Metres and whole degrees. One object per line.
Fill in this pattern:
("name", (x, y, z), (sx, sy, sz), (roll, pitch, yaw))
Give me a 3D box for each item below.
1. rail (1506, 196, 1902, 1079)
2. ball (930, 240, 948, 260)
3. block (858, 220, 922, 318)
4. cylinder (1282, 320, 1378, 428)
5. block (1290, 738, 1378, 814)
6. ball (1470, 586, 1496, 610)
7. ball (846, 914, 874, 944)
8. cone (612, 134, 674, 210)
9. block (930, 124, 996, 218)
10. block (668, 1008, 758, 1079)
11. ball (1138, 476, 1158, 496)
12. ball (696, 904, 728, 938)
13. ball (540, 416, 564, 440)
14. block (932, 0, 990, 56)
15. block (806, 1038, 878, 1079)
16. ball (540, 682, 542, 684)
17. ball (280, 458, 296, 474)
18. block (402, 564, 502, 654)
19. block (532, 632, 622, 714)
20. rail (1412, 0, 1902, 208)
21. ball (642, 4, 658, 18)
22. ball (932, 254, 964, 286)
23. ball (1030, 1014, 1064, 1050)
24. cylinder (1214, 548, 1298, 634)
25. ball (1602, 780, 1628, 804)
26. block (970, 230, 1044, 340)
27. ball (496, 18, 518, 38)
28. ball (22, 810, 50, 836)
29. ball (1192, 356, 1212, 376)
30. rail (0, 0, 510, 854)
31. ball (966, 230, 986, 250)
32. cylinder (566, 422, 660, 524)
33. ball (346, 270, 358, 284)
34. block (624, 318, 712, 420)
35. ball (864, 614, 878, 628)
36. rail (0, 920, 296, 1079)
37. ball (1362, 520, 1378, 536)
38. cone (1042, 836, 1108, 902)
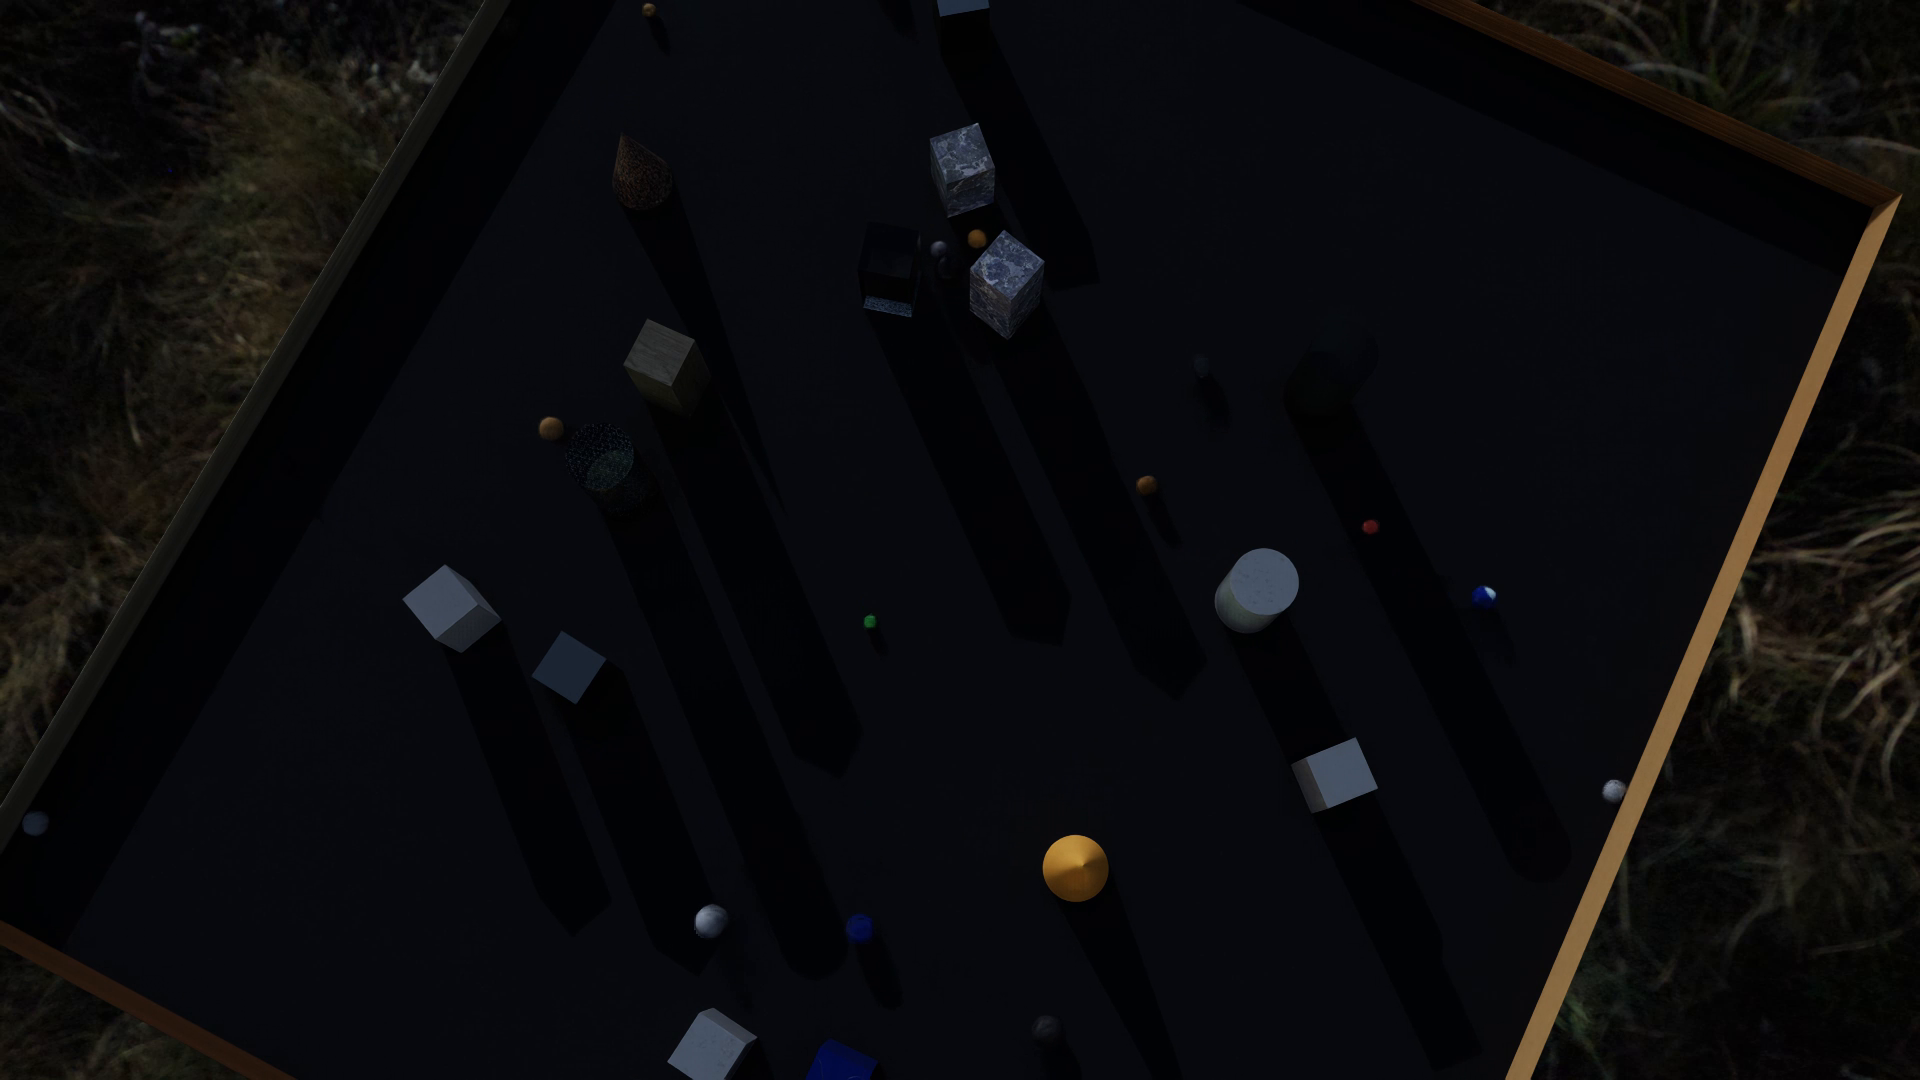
("rail", (1.892, 0.933, 5.358), (0.045, 0.127, 4.586), (26, 80, 5))
("ball", (-0.067, -0.913, 5.776), (0.059, 0.059, 0.059), (0, 78, 0))
("block", (-0.212, -0.825, 5.608), (0.156, 0.351, 0.156), (11, 79, 2))
("cylinder", (1.103, -0.490, 5.480), (0.195, 0.465, 0.195), (0, 78, 0))
("block", (1.089, 0.689, 5.347), (0.156, 0.249, 0.156), (-21, 79, -4))
("ball", (1.583, 0.177, 5.542), (0.074, 0.074, 0.074), (0, 78, 0))
("ball", (-0.291, 1.131, 5.339), (0.084, 0.084, 0.084), (0, 78, 0))
("cone", (-1.014, -1.184, 5.670), (0.195, 0.375, 0.195), (0, 78, 0))
("block", (0.007, -1.150, 5.714), (0.156, 0.275, 0.156), (-19, 79, -4))
("block", (-0.694, 1.437, 5.170), (0.156, 0.292, 0.156), (32, 80, 6))
("ball", (0.576, -0.167, 5.620), (0.062, 0.062, 0.062), (0, 78, 0))
("ball", (-0.724, 1.110, 5.339), (0.095, 0.095, 0.095), (0, 78, 0))
("ball", (-1.258, -0.343, 5.649), (0.075, 0.075, 0.075), (0, 78, 0))
("block", (0.001, -1.684, 5.828), (0.156, 0.269, 0.156), (-11, 79, -2))
("block", (-0.339, 1.508, 5.110), (0.156, 0.380, 0.156), (24, 79, 5))
("ball", (-1.245, 0.409, 5.506), (0.051, 0.051, 0.051), (0, 78, 0))
("ball", (-2.071, -0.229, 5.640), (0.047, 0.047, 0.047), (0, 78, 0))
("block", (-1.501, 0.207, 5.430), (0.156, 0.282, 0.156), (-40, 81, -8))
("block", (-1.126, 0.393, 5.403), (0.156, 0.258, 0.156), (31, 80, 6))
("rail", (1.015, -1.981, 5.961), (4.278, 0.127, 0.045), (26, 80, 5))
("ball", (-1.006, -1.718, 5.948), (0.046, 0.046, 0.046), (0, 78, 0))
("ball", (-0.036, -0.846, 5.742), (0.098, 0.098, 0.098), (0, 78, 0))
("ball", (0.252, 1.416, 5.274), (0.097, 0.097, 0.097), (0, 78, 0))
("cylinder", (0.872, 0.154, 5.410), (0.195, 0.341, 0.195), (0, 78, 0))
("ball", (1.939, 0.744, 5.427), (0.069, 0.069, 0.069), (0, 78, 0))
("block", (0.140, -0.772, 5.582), (0.156, 0.381, 0.156), (39, 81, 7))
("ball", (-1.464, -1.654, 5.926), (0.065, 0.065, 0.065), (0, 78, 0))
("ball", (-2.725, 0.833, 5.405), (0.076, 0.076, 0.076), (0, 78, 0))
("ball", (0.751, -0.539, 5.695), (0.065, 0.065, 0.065), (0, 78, 0))
("rail", (-1.892, -0.920, 5.741), (0.045, 0.127, 4.586), (26, 80, 5))
("ball", (0.053, -0.949, 5.781), (0.062, 0.062, 0.062), (0, 78, 0))
("cylinder", (-1.023, -0.192, 5.423), (0.195, 0.456, 0.195), (0, 78, 0))
("ball", (-1.914, -0.826, 5.766), (0.042, 0.042, 0.042), (0, 78, 0))
("block", (-0.879, -0.510, 5.533), (0.156, 0.371, 0.156), (24, 79, 5))
("ball", (-0.272, 0.247, 5.544), (0.042, 0.042, 0.042), (0, 78, 0))
("rail", (-1.015, 1.994, 5.138), (4.278, 0.127, 0.045), (26, 80, 5))
("ball", (1.253, -0.038, 5.600), (0.047, 0.047, 0.047), (0, 78, 0))
("cone", (0.342, 0.936, 5.250), (0.195, 0.339, 0.195), (0, 78, 0))
